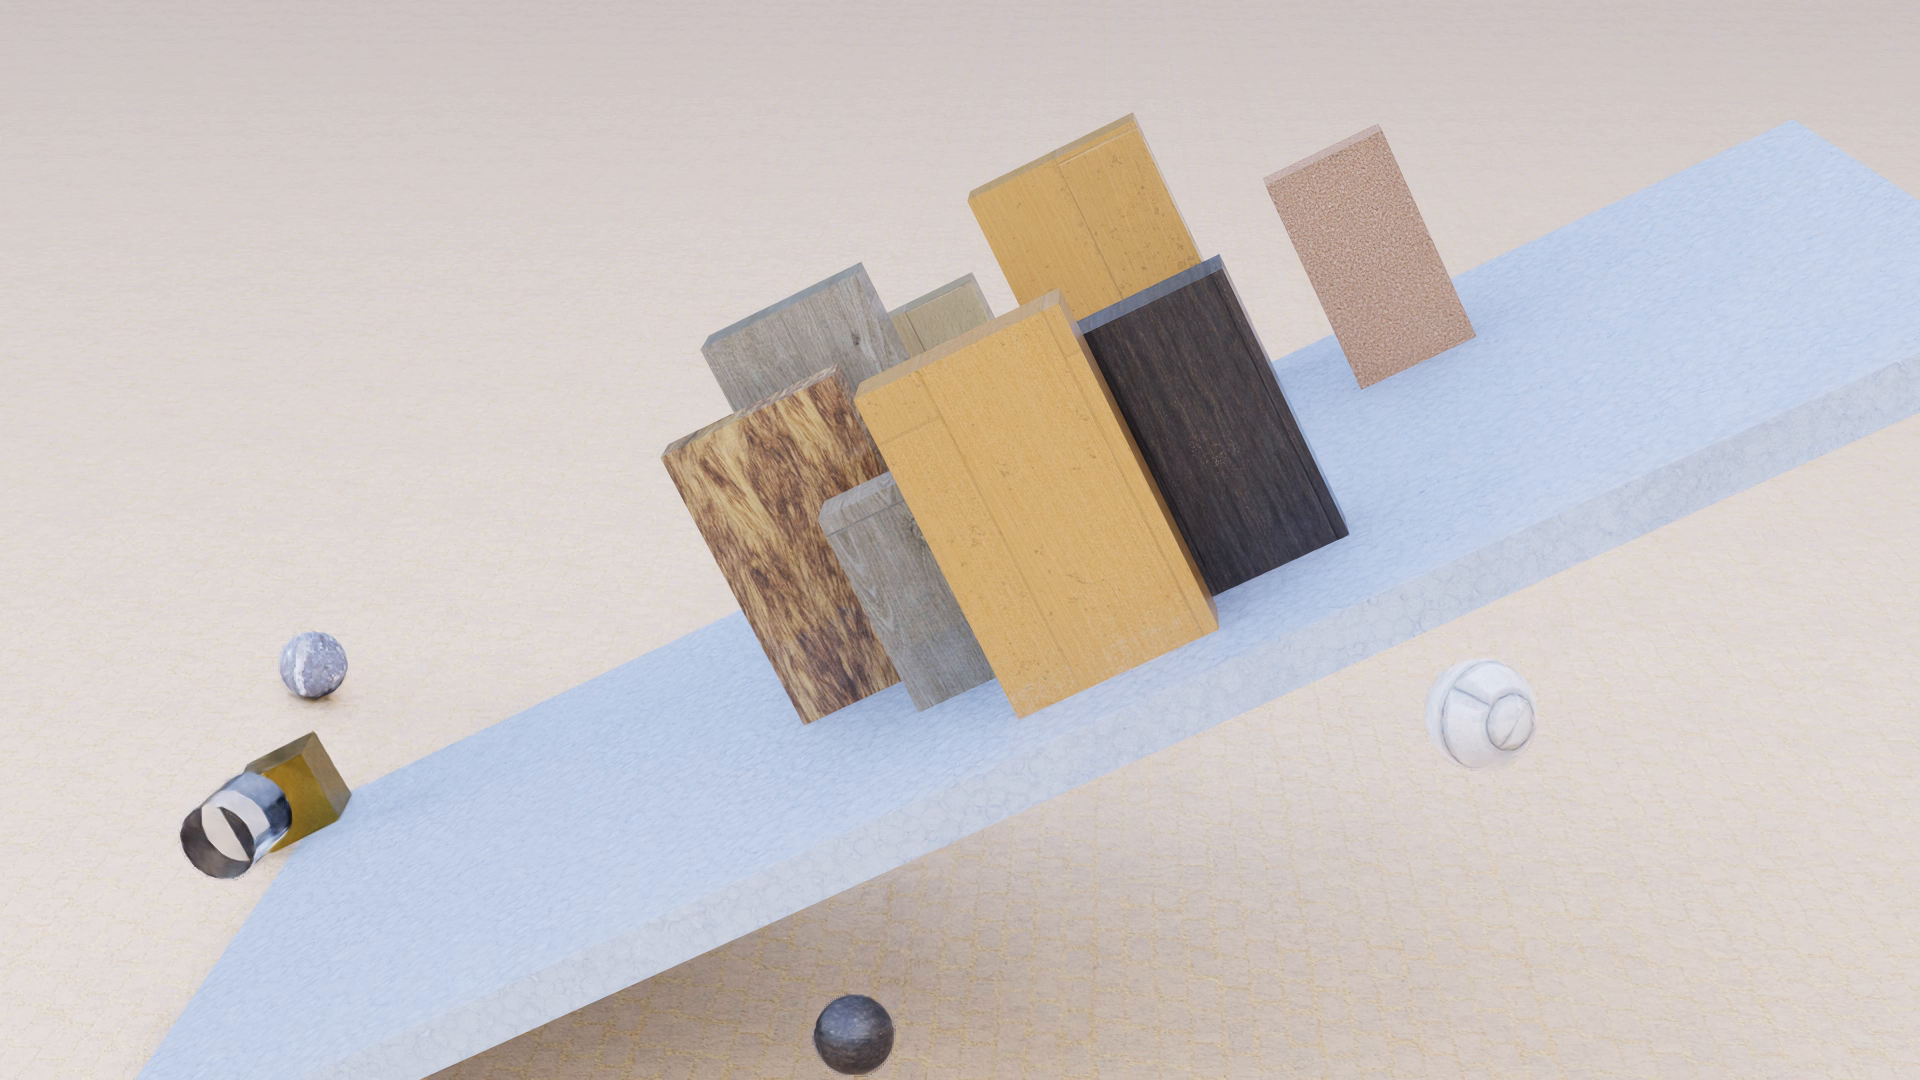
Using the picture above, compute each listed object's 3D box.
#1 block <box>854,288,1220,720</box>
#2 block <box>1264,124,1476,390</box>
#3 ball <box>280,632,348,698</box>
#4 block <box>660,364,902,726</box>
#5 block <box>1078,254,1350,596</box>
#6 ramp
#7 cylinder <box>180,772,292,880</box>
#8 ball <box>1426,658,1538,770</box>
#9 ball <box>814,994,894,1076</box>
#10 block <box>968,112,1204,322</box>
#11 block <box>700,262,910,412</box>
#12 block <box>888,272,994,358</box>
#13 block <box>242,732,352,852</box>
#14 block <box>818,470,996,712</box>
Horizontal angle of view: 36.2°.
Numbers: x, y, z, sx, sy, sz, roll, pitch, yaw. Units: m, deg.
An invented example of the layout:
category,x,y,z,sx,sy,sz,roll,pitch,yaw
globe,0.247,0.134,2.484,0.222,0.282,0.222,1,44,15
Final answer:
category,x,y,z,sx,sy,sz,roll,pitch,yaw
block,0.146,-0.064,5.448,0.413,0.681,0.141,-25,14,10
block,0.900,-0.622,6.463,0.276,0.504,0.105,-25,14,10
ball,-1.887,0.364,8.583,0.195,0.195,0.195,0,16,0
block,-0.287,0.012,6.081,0.397,0.641,0.111,-25,14,10
block,0.426,-0.189,5.616,0.425,0.570,0.145,-25,14,10
ramp,0.138,0.168,6.281,4.000,0.100,2.000,-25,14,10
cylinder,-1.762,0.696,7.165,0.196,0.196,0.196,4,20,13
ball,0.873,0.291,4.925,0.185,0.185,0.185,0,16,0
ball,-0.188,0.882,5.239,0.142,0.142,0.142,0,16,0
block,0.368,-0.570,6.831,0.421,0.718,0.133,-25,14,10
block,-0.204,-0.159,6.275,0.366,0.773,0.138,-25,14,10
block,0.010,-0.287,6.776,0.319,0.571,0.102,-25,14,10
block,-1.678,0.632,7.400,0.192,0.192,0.192,-26,13,4
block,-0.057,0.078,5.827,0.267,0.440,0.137,-25,14,10
